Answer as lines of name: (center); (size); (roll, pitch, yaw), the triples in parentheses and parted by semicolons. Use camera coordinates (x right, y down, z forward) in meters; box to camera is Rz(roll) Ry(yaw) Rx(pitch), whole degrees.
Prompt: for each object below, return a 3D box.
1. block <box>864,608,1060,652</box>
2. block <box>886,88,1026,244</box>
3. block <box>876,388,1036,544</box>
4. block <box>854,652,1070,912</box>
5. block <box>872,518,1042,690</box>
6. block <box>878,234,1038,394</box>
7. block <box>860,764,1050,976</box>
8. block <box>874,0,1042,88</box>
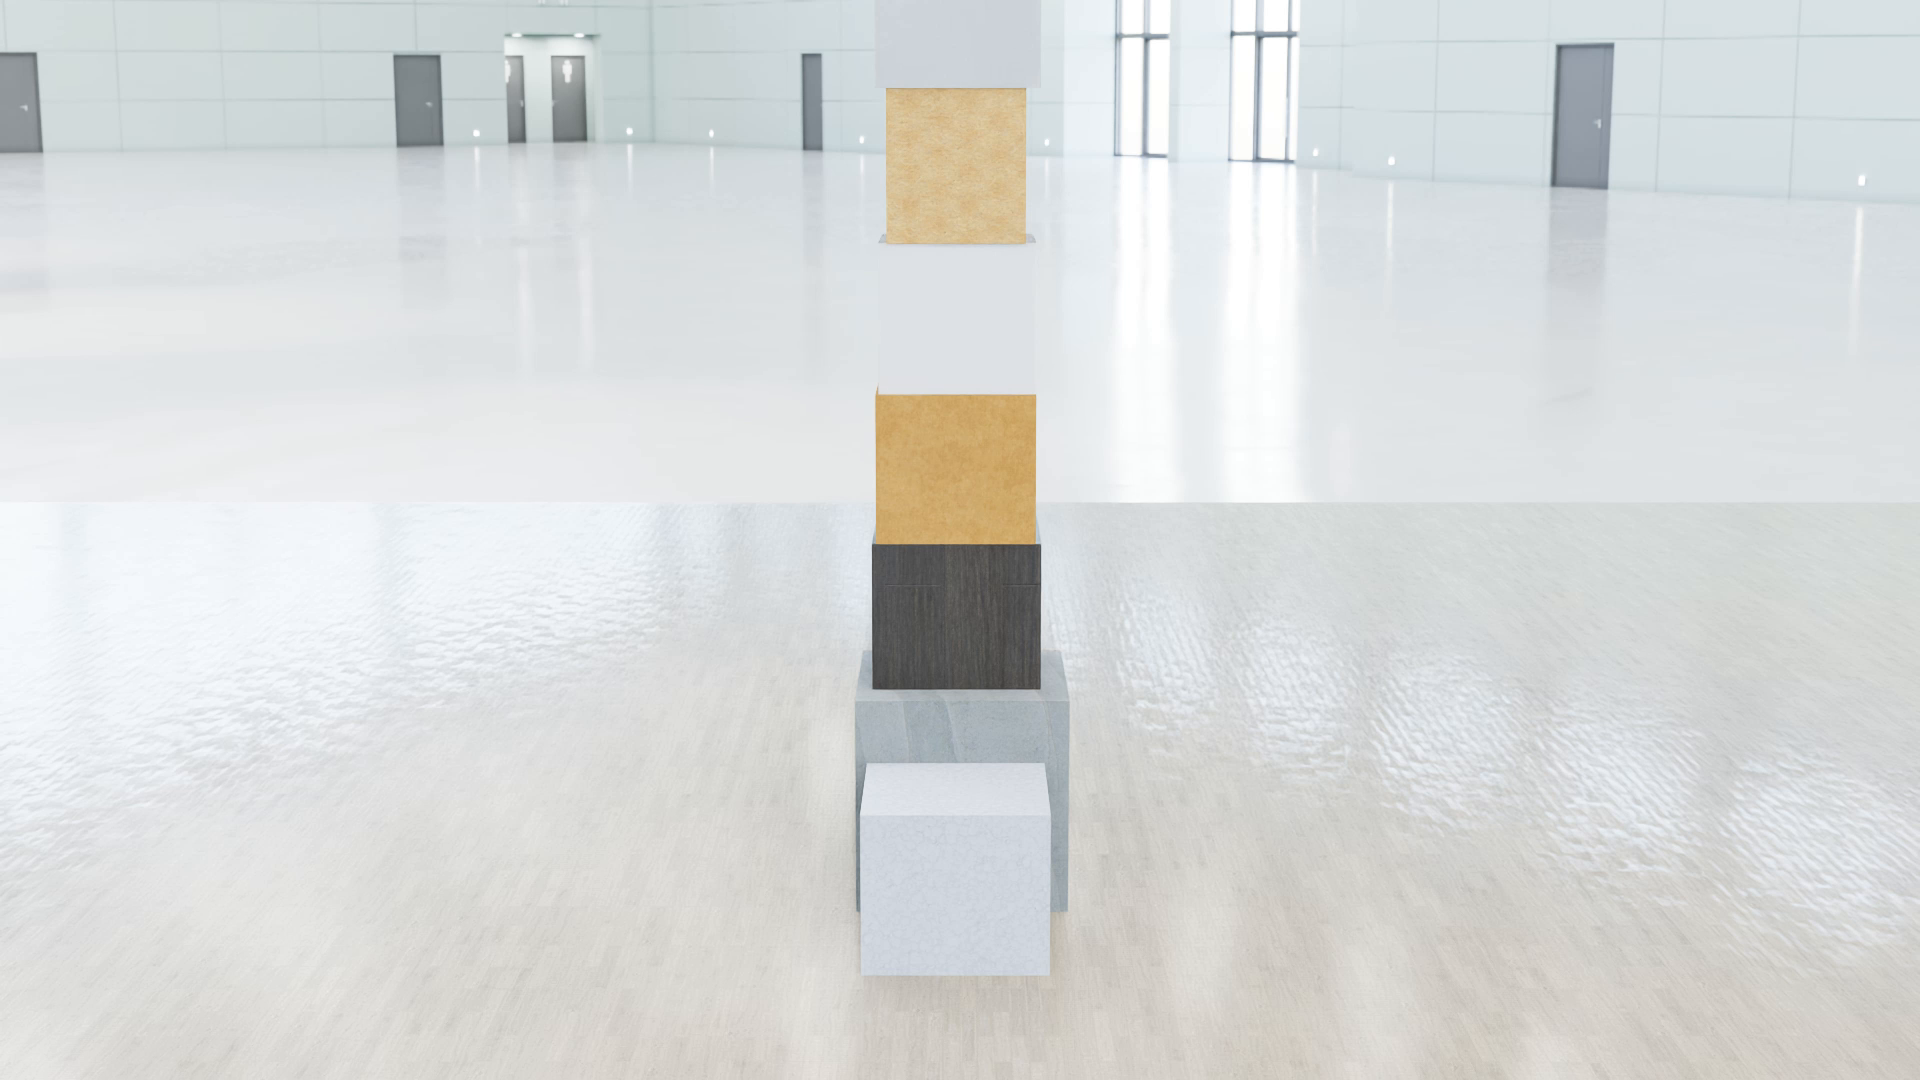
block: (0.008, 0.869, 12.220); (0.896, 0.918, 0.962); (0, 10, 0)
block: (-0.016, -1.599, 10.890); (0.576, 0.634, 0.683); (0, 10, 0)
block: (-0.018, -0.359, 11.115); (0.673, 0.630, 0.737); (0, 10, 0)
block: (0.009, 1.041, 11.272); (0.898, 0.919, 0.946); (0, 10, 0)
block: (-0.014, 0.261, 11.228); (0.716, 0.631, 0.735); (0, 10, 0)
block: (-0.011, -0.978, 11.003); (0.660, 0.629, 0.659); (0, 10, 0)
block: (-0.018, 1.326, 10.442); (0.744, 0.654, 0.770); (0, 10, 0)
block: (-0.008, -2.232, 10.775); (0.678, 0.652, 0.702); (0, 10, 0)
